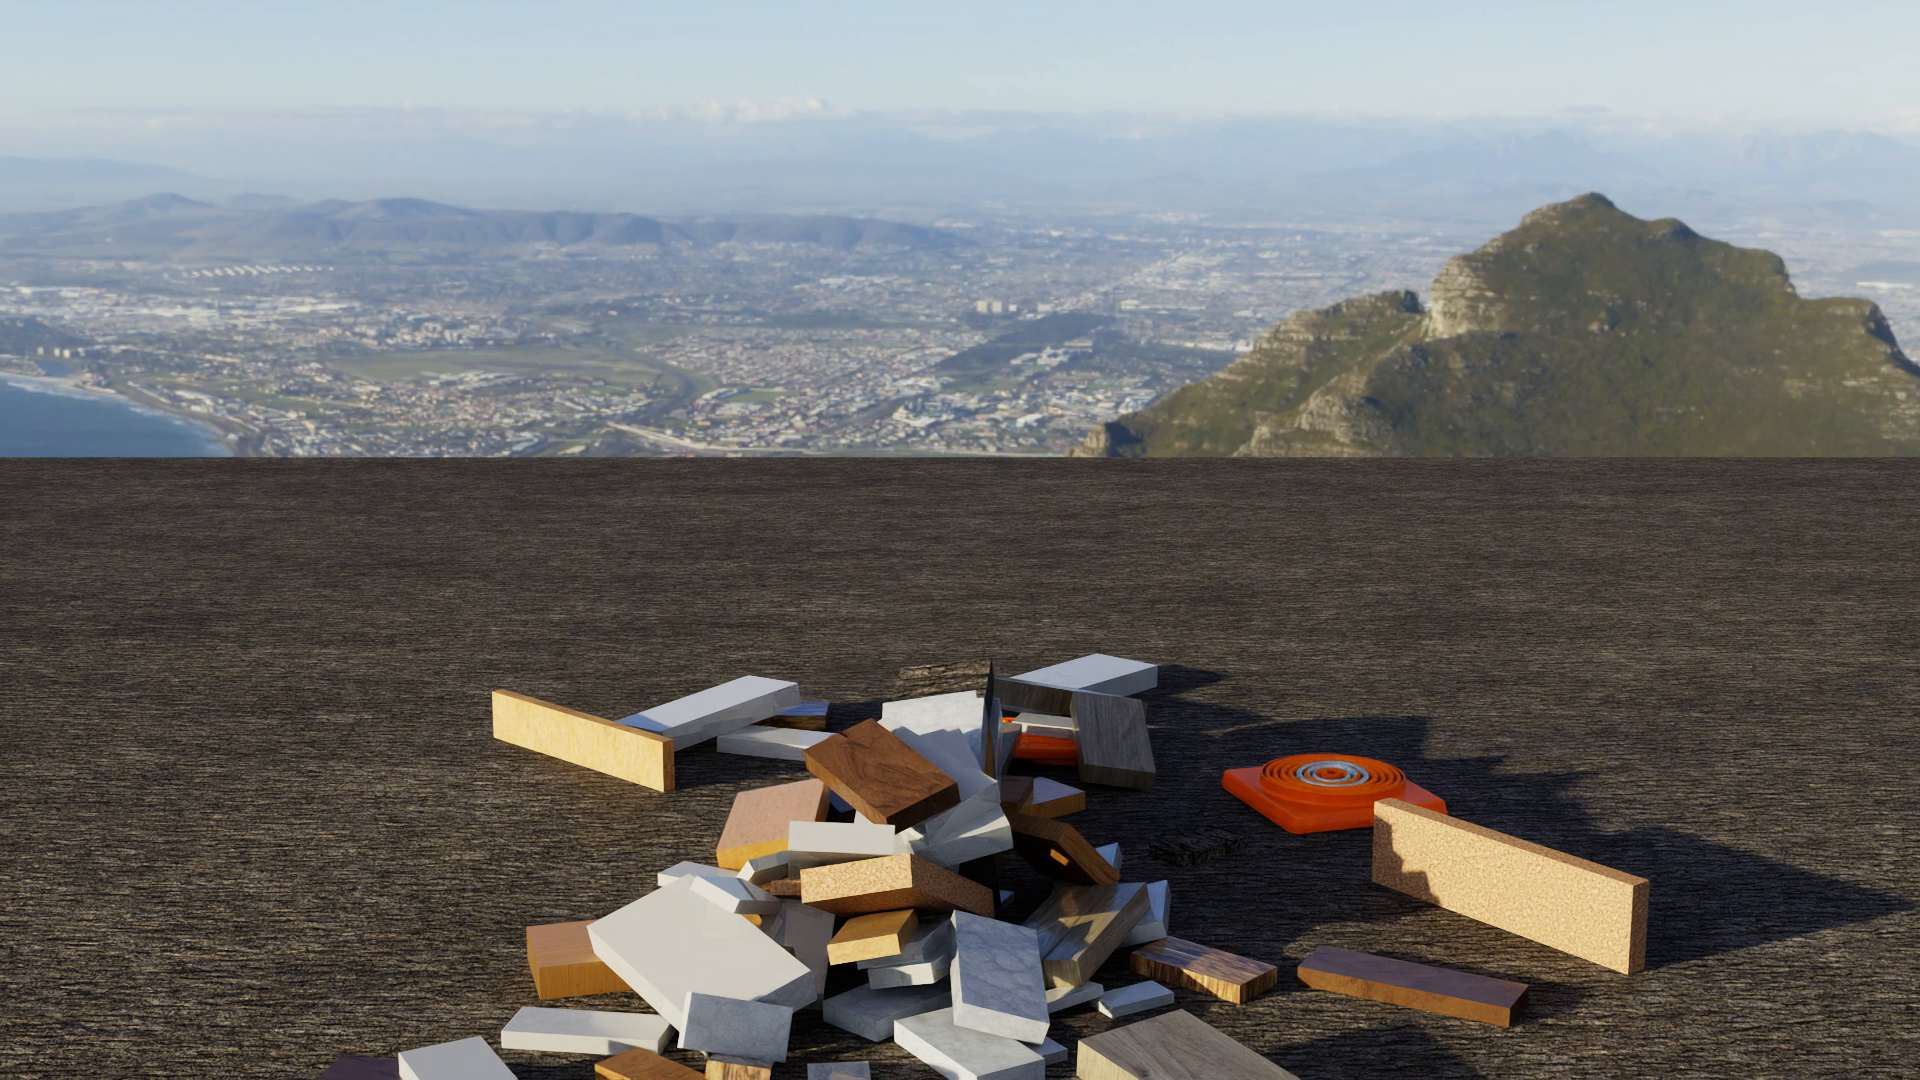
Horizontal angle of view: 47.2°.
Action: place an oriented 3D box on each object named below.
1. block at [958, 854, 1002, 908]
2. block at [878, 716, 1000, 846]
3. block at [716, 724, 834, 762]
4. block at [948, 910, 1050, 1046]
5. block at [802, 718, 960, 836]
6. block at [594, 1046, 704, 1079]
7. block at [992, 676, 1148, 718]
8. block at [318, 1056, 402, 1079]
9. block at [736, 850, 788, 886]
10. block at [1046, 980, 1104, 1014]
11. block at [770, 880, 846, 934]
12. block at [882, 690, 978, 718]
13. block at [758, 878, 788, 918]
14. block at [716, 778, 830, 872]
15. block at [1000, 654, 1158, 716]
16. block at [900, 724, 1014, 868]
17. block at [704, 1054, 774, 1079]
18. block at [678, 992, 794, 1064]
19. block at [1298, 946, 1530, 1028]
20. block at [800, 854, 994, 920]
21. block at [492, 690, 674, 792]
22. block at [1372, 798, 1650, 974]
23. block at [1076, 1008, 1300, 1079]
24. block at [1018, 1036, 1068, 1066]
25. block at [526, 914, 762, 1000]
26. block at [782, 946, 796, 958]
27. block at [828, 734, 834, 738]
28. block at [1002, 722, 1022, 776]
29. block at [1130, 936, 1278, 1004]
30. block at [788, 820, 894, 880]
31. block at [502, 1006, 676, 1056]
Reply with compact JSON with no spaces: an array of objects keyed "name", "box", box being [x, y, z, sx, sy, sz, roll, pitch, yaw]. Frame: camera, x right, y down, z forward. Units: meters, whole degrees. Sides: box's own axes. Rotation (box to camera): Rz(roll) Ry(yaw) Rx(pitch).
[{"name":"block","box":[-0.038,0.480,3.712,0.172,0.049,0.456,-10,27,0]},{"name":"block","box":[-0.082,0.370,3.407,0.141,0.040,0.282,-27,33,-30]},{"name":"block","box":[-0.364,0.417,4.514,0.244,0.031,0.111,4,11,20]},{"name":"block","box":[0.052,0.616,3.113,0.126,0.036,0.252,15,19,-8]},{"name":"block","box":[-0.122,0.359,3.356,0.126,0.036,0.252,-24,31,-25]},{"name":"block","box":[-0.277,0.722,2.762,0.477,0.021,0.074,9,14,41]},{"name":"block","box":[0.200,0.335,4.638,0.353,0.050,0.176,10,-1,-12]},{"name":"block","box":[-0.729,0.720,2.883,0.221,0.031,0.110,2,11,8]},{"name":"block","box":[-0.331,0.554,3.500,0.079,0.158,0.022,-9,56,-41]},{"name":"block","box":[0.144,0.663,3.179,0.118,0.016,0.055,-12,4,-28]},{"name":"block","box":[-0.235,0.571,3.418,0.082,0.023,0.164,-1,-31,10]},{"name":"block","box":[-0.048,0.360,3.739,0.166,0.047,0.332,-8,22,2]},{"name":"block","box":[-0.261,0.578,3.517,0.157,0.079,0.022,-9,15,-41]},{"name":"block","box":[-0.327,0.506,3.905,0.166,0.047,0.332,-11,10,3]},{"name":"block","box":[0.257,0.327,4.950,0.176,0.050,0.388,9,14,41]},{"name":"block","box":[-0.033,0.400,3.424,0.151,0.043,0.301,-15,29,-9]},{"name":"block","box":[-0.287,0.692,2.871,0.082,0.023,0.164,9,-10,-2]},{"name":"block","box":[-0.303,0.659,2.974,0.149,0.074,0.021,14,-16,-23]},{"name":"block","box":[0.666,0.655,3.240,0.319,0.028,0.100,6,12,29]},{"name":"block","box":[-0.089,0.536,3.309,0.172,0.049,0.344,-11,-21,18]},{"name":"block","box":[-0.765,0.399,4.425,0.563,0.099,0.028,10,14,43]},{"name":"block","box":[0.869,0.546,3.521,0.040,0.141,0.522,-8,13,-36]},{"name":"block","box":[0.396,0.729,2.679,0.176,0.050,0.600,-8,17,-34]},{"name":"block","box":[0.094,0.699,3.042,0.055,0.016,0.111,-7,12,-32]},{"name":"block","box":[-0.472,0.624,3.348,0.352,0.050,0.176,-3,11,-17]},{"name":"block","box":[-0.316,0.643,3.141,0.091,0.026,0.182,2,29,26]},{"name":"block","box":[-0.161,0.436,4.224,0.201,0.100,0.028,5,12,27]},{"name":"block","box":[0.046,0.411,4.273,0.111,0.031,0.221,5,20,11]},{"name":"block","box":[0.365,0.644,3.302,0.198,0.028,0.099,9,14,40]},{"name":"block","box":[-0.179,0.474,3.284,0.151,0.043,0.301,3,-19,-3]},{"name":"block","box":[-0.518,0.688,3.075,0.224,0.025,0.088,2,11,8]}]
